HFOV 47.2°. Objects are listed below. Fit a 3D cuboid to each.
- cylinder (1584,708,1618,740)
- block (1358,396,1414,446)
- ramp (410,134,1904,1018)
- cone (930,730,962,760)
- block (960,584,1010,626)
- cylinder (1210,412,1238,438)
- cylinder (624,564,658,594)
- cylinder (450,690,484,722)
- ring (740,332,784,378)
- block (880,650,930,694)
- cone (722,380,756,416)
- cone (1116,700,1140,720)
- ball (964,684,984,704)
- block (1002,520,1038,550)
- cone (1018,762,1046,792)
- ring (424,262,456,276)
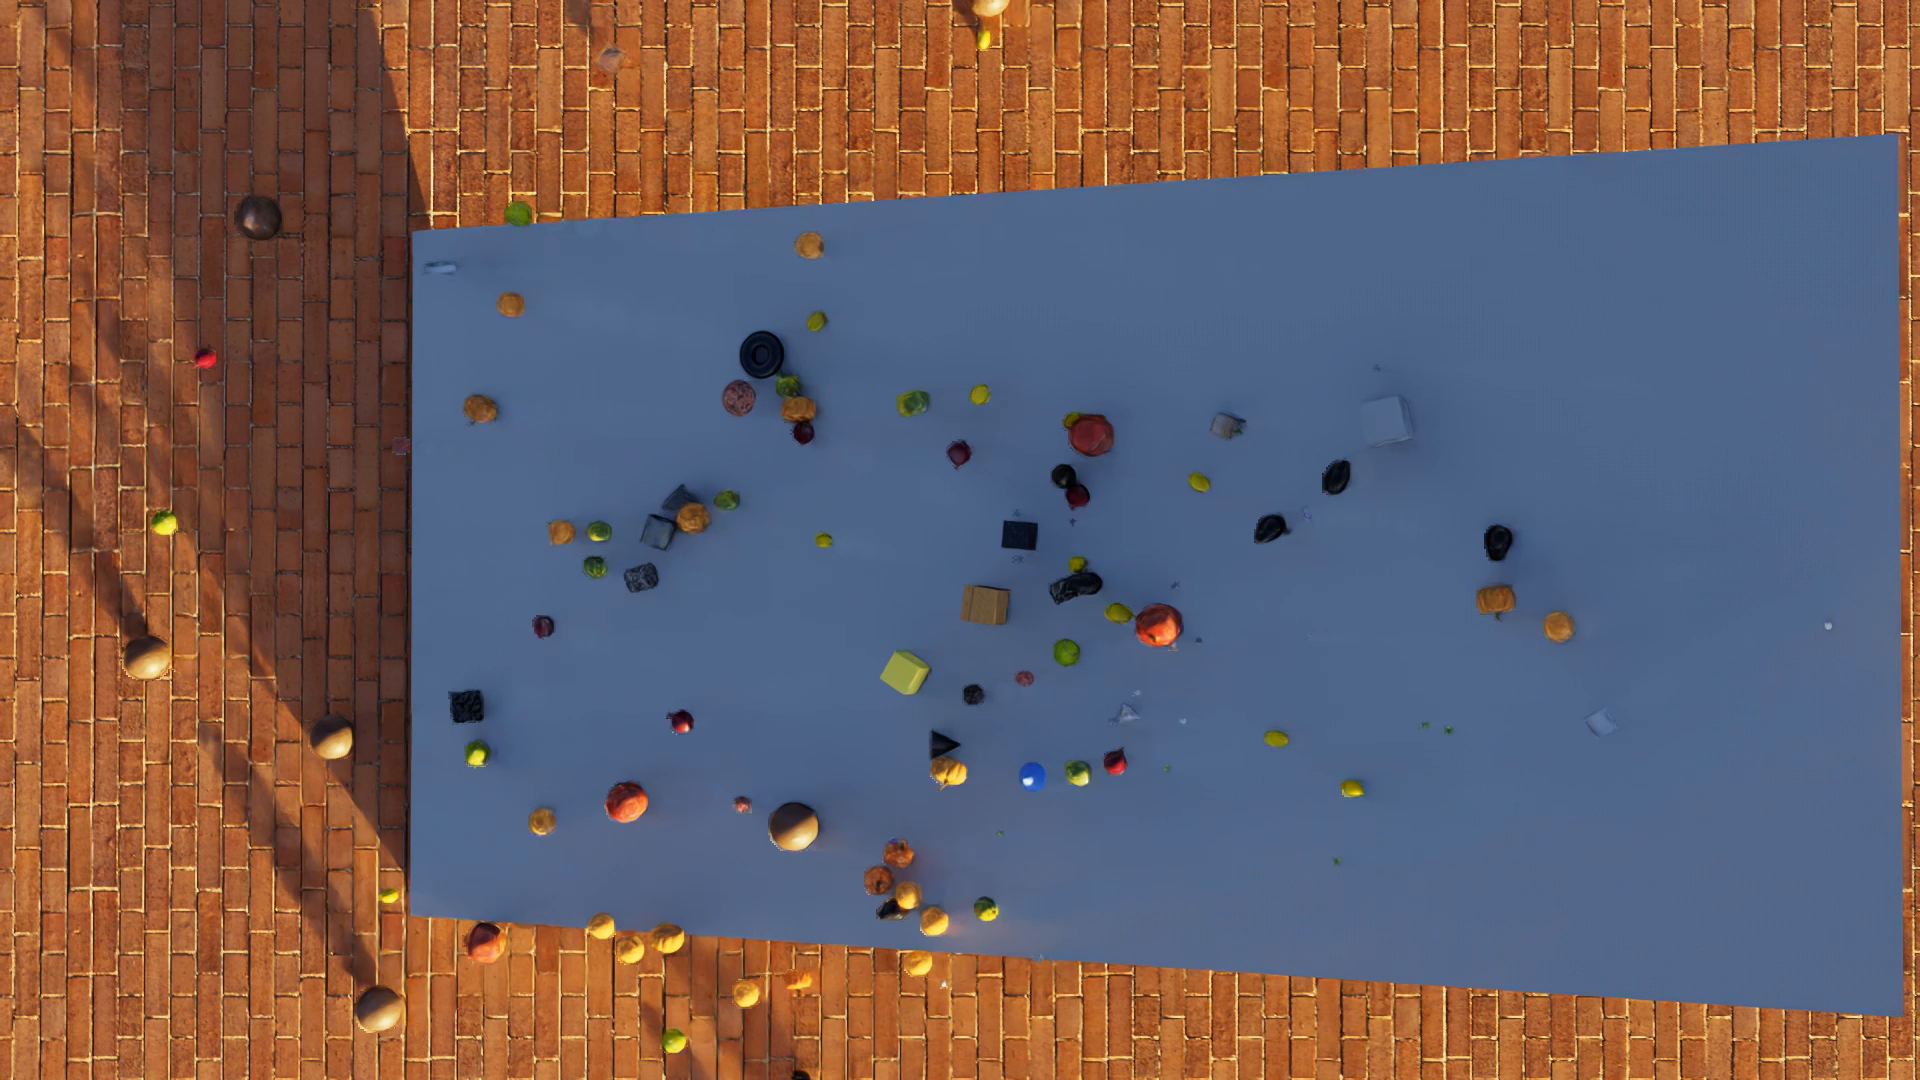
[{"bbox_3d":[1.510,0.433,5.182,0.055,0.055,0.055,-32,79,0],"label":"cylinder"},{"bbox_3d":[1.036,-0.289,5.351,0.100,0.100,0.100,-13,85,20],"label":"block"},{"bbox_3d":[0.282,0.088,5.745,4.000,0.100,2.000,0,89,21],"label":"ramp"},{"bbox_3d":[-0.036,0.539,5.789,0.081,0.081,0.081,1,89,-5],"label":"cone"},{"bbox_3d":[0.065,0.169,5.725,0.092,0.092,0.092,9,92,21],"label":"block"},{"bbox_3d":[0.664,-0.287,5.520,0.052,0.052,0.052,23,89,20],"label":"cylinder"},{"bbox_3d":[-0.884,0.106,6.105,0.069,0.069,0.069,-15,89,20],"label":"cylinder"},{"bbox_3d":[-1.412,0.476,6.296,0.083,0.083,0.083,-6,89,0],"label":"cylinder"},{"bbox_3d":[-0.541,-0.504,5.994,0.131,0.044,0.131,-1,88,22],"label":"ring"},{"bbox_3d":[-0.144,0.350,5.808,0.083,0.083,0.083,33,101,18],"label":"block"},{"bbox_3d":[-0.625,-0.389,5.995,0.099,0.099,0.099,0,89,21],"label":"cone"},{"bbox_3d":[0.436,0.448,5.613,0.057,0.057,0.057,25,89,20],"label":"cone"},{"bbox_3d":[0.035,0.405,5.755,0.052,0.052,0.052,0,89,0],"label":"ball"},{"bbox_3d":[0.155,-0.012,5.705,0.069,0.069,0.069,5,91,21],"label":"block"},{"bbox_3d":[0.176,0.616,5.684,0.077,0.077,0.077,0,89,21],"label":"cone"},{"bbox_3d":[-1.498,-0.783,6.339,0.094,0.094,0.031,-1,105,0],"label":"ring"}]
